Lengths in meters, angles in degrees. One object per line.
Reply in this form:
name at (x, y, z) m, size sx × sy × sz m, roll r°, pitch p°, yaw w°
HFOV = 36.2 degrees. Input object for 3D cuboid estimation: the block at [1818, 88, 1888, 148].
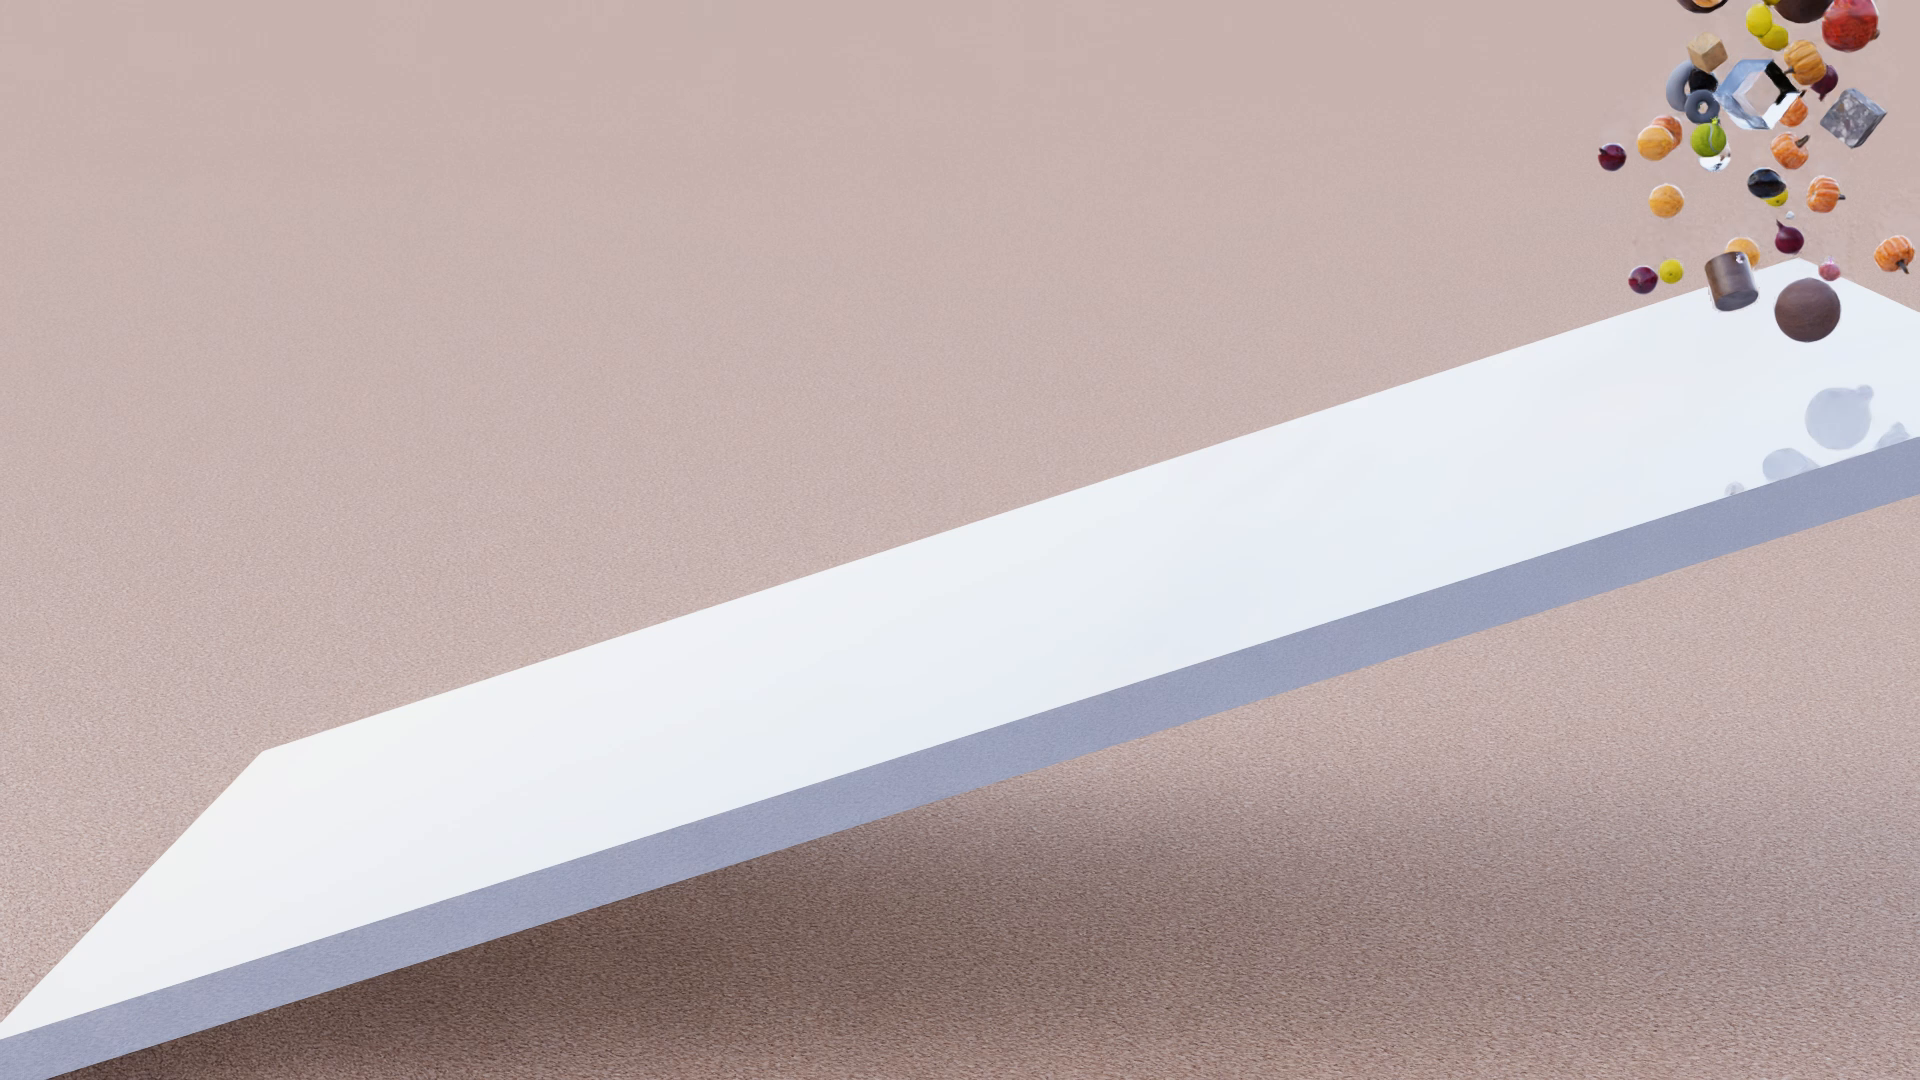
block at (1.816, -0.858, 5.981) m, size 0.084 × 0.084 × 0.084 m, roll 42°, pitch 29°, yaw 16°

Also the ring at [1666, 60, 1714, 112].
ring at (1.532, -0.954, 6.176) m, size 0.115 × 0.115 × 0.038 m, roll -6°, pitch 28°, yaw -26°

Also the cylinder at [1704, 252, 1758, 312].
cylinder at (1.555, -0.521, 5.927) m, size 0.088 × 0.088 × 0.088 m, roll -8°, pitch -24°, yaw -3°

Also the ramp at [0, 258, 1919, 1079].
ramp at (0.105, 0.181, 6.307) m, size 4.000 × 0.100 × 2.000 m, roll -18°, pitch 11°, yaw 6°

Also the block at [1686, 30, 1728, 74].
block at (1.510, -0.986, 5.946) m, size 0.052 × 0.052 × 0.052 m, roll -37°, pitch 41°, yaw -2°

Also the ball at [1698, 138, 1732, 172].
ball at (1.525, -0.778, 5.945) m, size 0.066 × 0.066 × 0.066 m, roll 0°, pitch 12°, yaw 0°

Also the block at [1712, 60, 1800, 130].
block at (1.547, -0.866, 5.716) m, size 0.095 × 0.095 × 0.095 m, roll 43°, pitch -10°, yaw -24°
